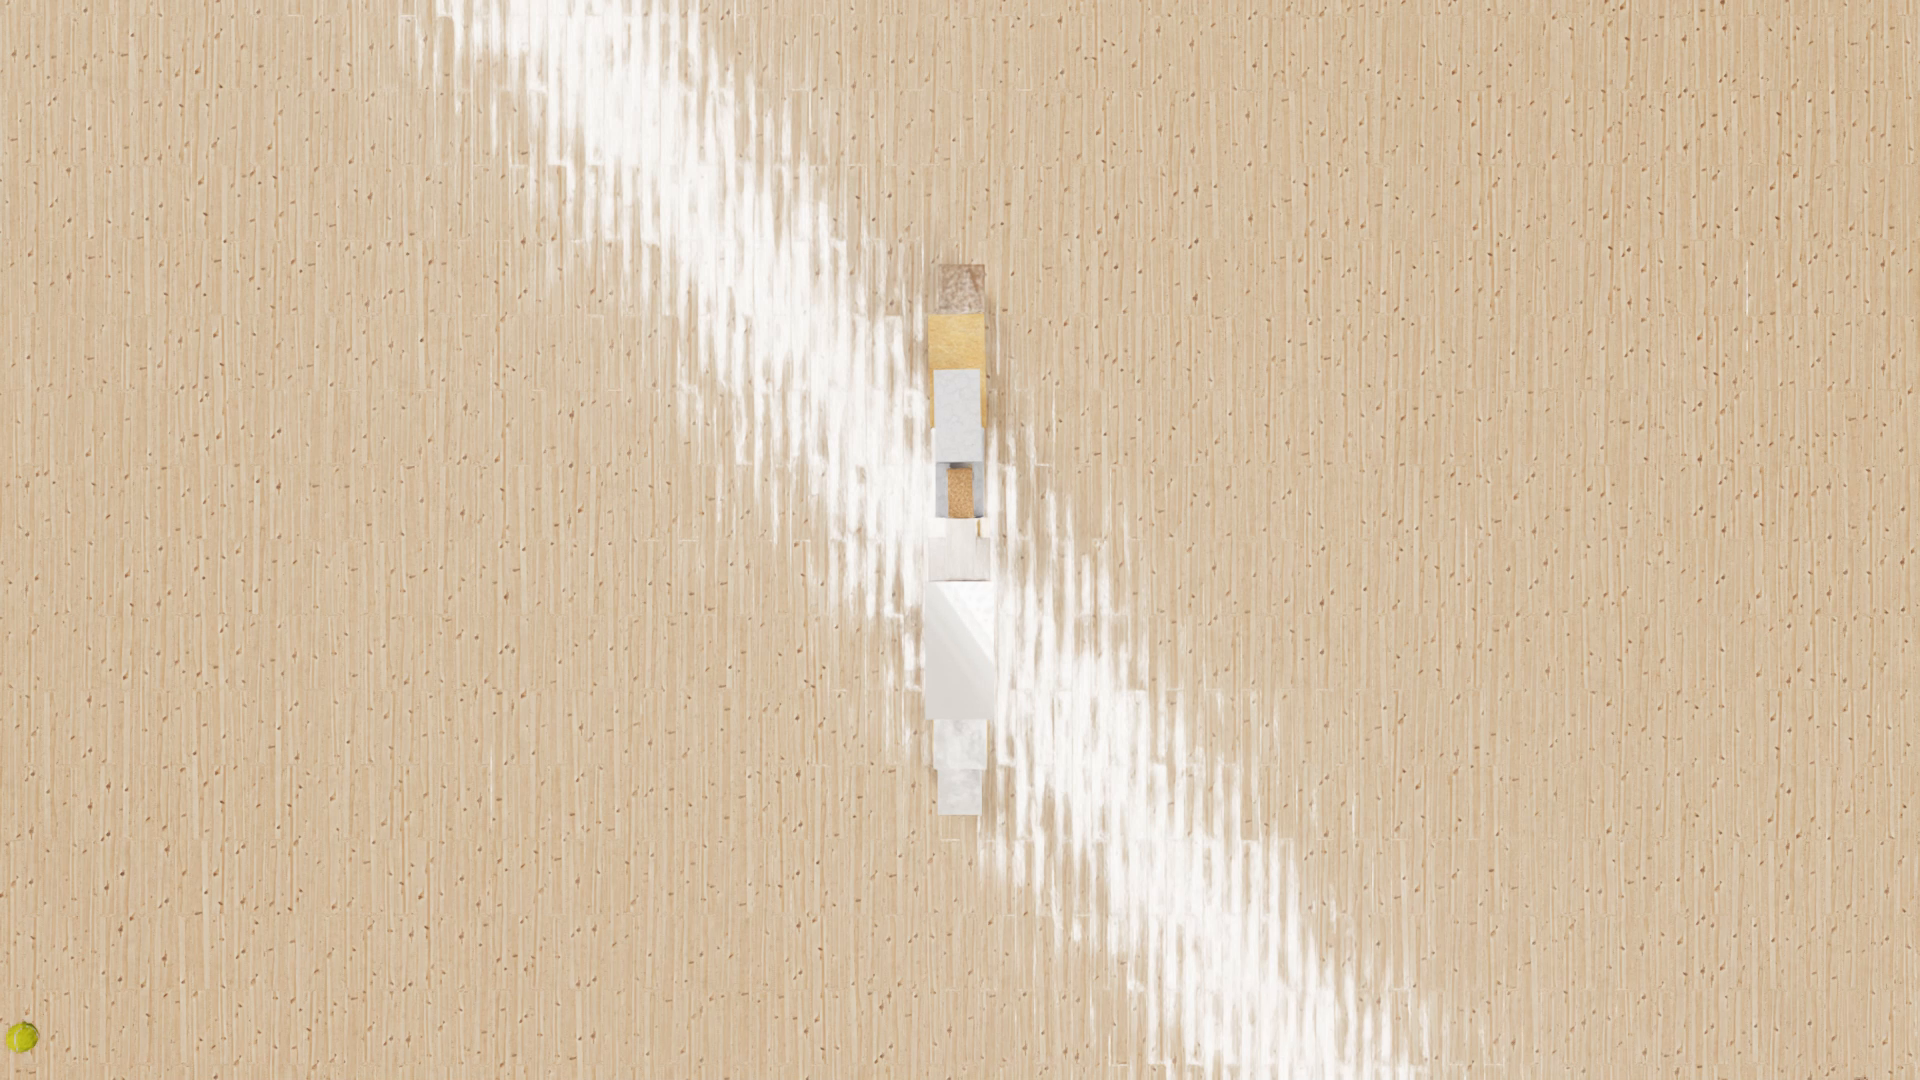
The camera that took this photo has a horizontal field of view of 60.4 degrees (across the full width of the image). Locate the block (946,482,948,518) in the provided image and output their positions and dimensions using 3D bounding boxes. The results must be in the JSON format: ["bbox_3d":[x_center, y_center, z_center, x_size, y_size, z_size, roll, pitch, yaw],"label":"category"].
[{"bbox_3d":[-0.004,-0.087,4.601,0.074,0.021,0.148,0,90,0],"label":"block"}]

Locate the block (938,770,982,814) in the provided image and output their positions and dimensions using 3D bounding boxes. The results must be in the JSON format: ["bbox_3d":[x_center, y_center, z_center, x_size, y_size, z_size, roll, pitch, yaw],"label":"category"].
[{"bbox_3d":[-0.001,0.725,5.204,0.138,0.039,0.276,0,90,0],"label":"block"}]

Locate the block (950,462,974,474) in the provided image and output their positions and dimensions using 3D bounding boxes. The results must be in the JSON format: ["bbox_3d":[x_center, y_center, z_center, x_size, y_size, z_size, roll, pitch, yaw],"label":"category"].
[{"bbox_3d":[0.004,-0.236,4.695,0.068,0.019,0.137,-3,90,0],"label":"block"}]

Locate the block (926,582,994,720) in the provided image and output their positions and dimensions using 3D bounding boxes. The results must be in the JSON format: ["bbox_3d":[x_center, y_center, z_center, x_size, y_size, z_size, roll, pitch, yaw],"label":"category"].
[{"bbox_3d":[-0.001,0.268,4.020,0.167,0.047,0.333,0,90,0],"label":"block"}]

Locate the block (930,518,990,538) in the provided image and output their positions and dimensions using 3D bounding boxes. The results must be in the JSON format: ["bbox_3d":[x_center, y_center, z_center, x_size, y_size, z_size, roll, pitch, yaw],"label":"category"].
[{"bbox_3d":[-0.001,0.109,4.784,0.171,0.049,0.343,0,90,0],"label":"block"}]

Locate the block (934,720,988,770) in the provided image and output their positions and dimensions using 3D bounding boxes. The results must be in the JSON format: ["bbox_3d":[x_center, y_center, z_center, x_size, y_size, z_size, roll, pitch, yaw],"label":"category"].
[{"bbox_3d":[0.001,0.471,4.447,0.144,0.041,0.287,0,90,0],"label":"block"}]

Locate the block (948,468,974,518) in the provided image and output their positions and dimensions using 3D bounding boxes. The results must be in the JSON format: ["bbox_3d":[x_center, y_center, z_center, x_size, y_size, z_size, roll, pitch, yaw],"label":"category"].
[{"bbox_3d":[0.001,-0.125,4.446,0.067,0.019,0.134,-2,91,0],"label":"block"}]

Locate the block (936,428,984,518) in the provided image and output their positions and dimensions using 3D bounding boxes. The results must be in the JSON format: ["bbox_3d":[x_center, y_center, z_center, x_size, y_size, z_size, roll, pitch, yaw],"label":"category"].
[{"bbox_3d":[-0.001,-0.211,4.862,0.143,0.041,0.286,0,90,0],"label":"block"}]

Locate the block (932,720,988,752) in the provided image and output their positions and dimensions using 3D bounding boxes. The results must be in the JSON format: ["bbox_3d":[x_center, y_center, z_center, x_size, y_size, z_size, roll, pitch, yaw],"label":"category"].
[{"bbox_3d":[0.000,0.449,4.777,0.164,0.046,0.328,0,90,0],"label":"block"}]

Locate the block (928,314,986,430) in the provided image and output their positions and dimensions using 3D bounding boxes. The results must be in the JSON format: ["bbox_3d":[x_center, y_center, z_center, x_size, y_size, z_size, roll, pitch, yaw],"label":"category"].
[{"bbox_3d":[-0.007,-0.460,4.512,0.153,0.043,0.307,-1,90,0],"label":"block"}]

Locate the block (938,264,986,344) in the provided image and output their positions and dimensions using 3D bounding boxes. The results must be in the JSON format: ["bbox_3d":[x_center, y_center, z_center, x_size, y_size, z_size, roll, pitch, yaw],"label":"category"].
[{"bbox_3d":[0.005,-0.717,5.186,0.147,0.042,0.293,0,90,0],"label":"block"}]

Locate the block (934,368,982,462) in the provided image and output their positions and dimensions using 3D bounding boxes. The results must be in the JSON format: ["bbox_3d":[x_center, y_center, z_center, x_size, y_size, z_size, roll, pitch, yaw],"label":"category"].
[{"bbox_3d":[-0.006,-0.318,4.237,0.118,0.034,0.237,-1,90,0],"label":"block"}]

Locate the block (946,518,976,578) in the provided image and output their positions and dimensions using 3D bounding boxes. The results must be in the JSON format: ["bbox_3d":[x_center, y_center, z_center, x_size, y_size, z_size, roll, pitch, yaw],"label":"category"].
[{"bbox_3d":[0.002,0.022,4.214,0.076,0.022,0.152,0,90,0],"label":"block"}]

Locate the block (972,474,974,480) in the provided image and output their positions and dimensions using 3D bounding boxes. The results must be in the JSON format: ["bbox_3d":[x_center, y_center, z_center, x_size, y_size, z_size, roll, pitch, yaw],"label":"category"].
[{"bbox_3d":[0.003,-0.174,4.570,0.067,0.229,0.019,-3,91,2],"label":"block"}]

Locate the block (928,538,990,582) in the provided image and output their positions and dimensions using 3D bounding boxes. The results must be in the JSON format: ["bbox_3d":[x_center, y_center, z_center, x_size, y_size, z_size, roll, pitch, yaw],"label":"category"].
[{"bbox_3d":[-0.001,0.157,4.400,0.165,0.047,0.330,0,90,0],"label":"block"}]
